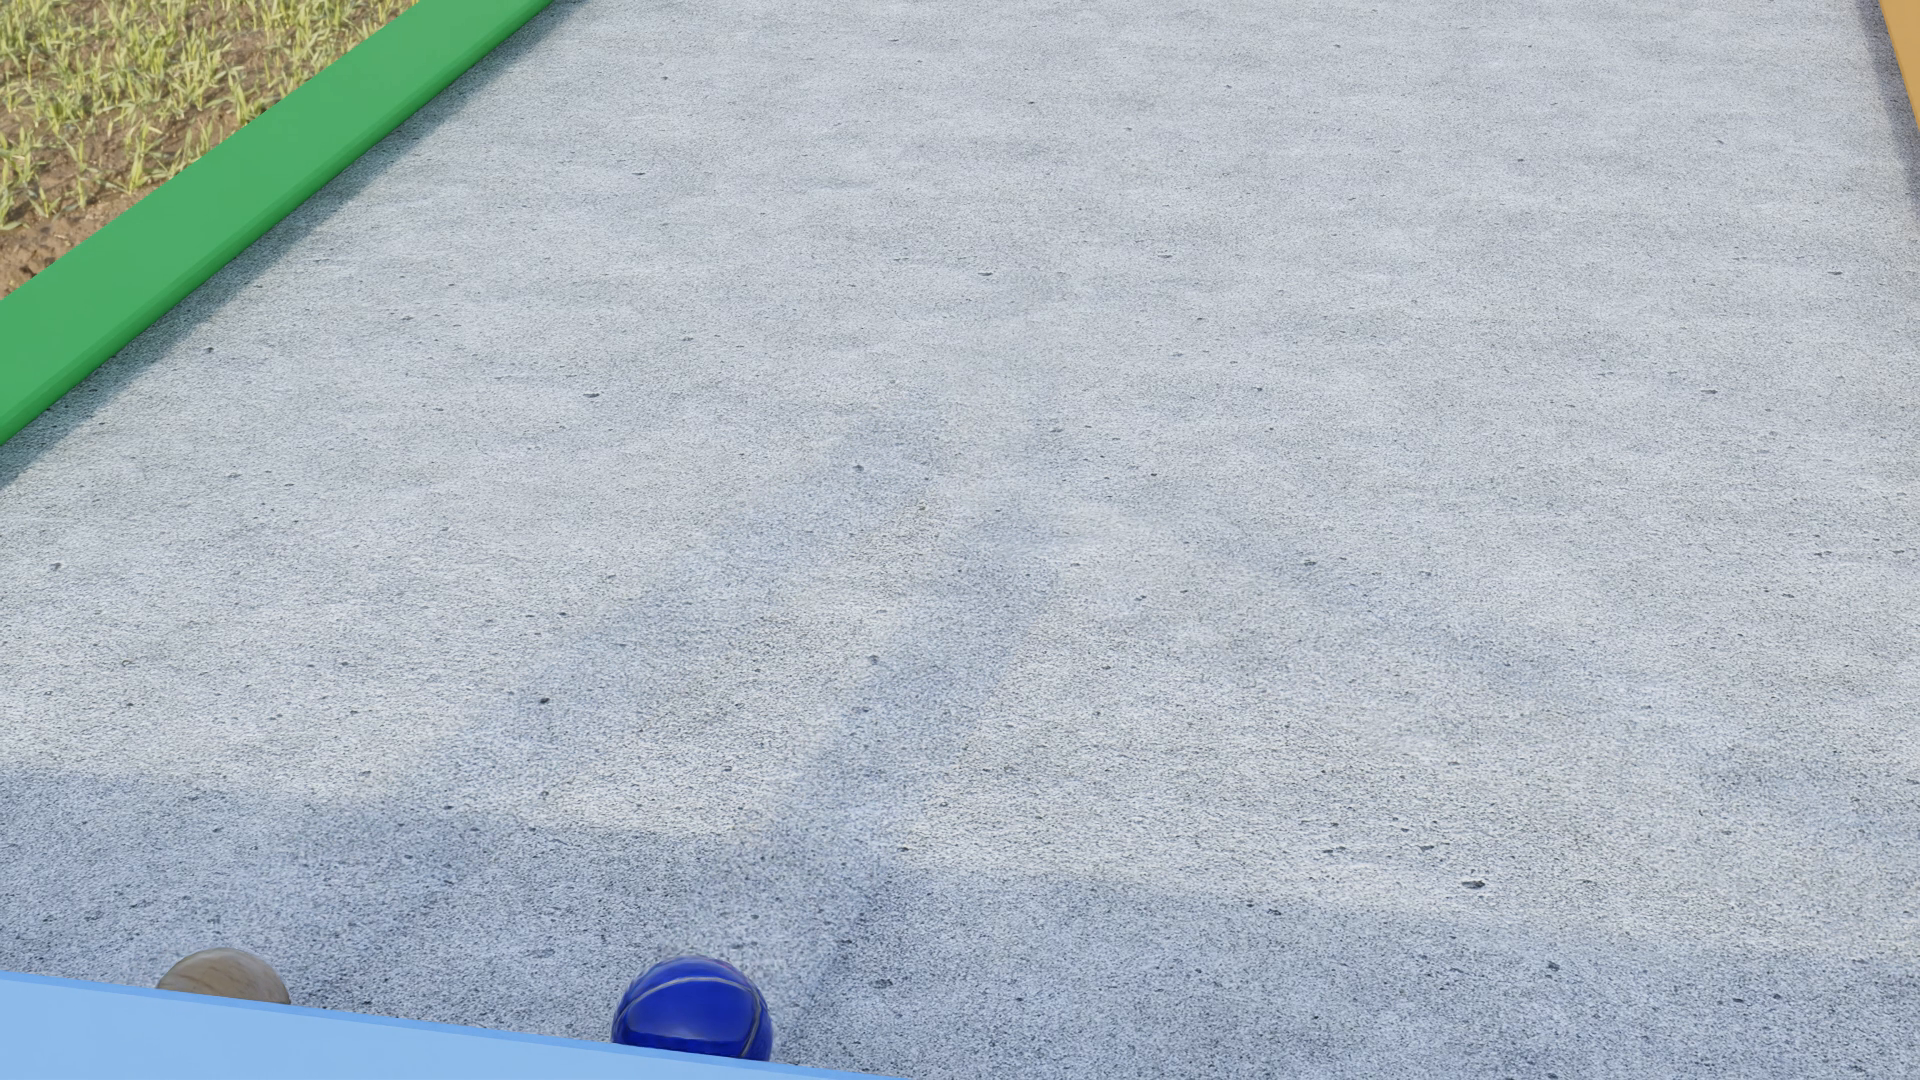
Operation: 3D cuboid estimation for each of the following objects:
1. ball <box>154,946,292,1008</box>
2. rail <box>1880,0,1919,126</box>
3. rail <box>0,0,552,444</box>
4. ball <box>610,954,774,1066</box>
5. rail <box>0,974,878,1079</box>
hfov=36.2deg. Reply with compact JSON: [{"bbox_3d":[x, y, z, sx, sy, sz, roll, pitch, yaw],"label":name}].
[{"bbox_3d":[-0.356,0.230,1.415,0.068,0.068,0.068,0,25,0],"label":"ball"},{"bbox_3d":[0.822,-0.235,2.358,0.045,0.100,2.680,5,26,10],"label":"rail"},{"bbox_3d":[-0.559,-0.353,2.609,0.045,0.100,2.680,5,26,10],"label":"rail"},{"bbox_3d":[-0.127,0.235,1.394,0.077,0.077,0.077,0,25,0],"label":"ball"},{"bbox_3d":[-0.127,0.258,1.317,1.456,0.100,0.045,5,26,10],"label":"rail"}]
